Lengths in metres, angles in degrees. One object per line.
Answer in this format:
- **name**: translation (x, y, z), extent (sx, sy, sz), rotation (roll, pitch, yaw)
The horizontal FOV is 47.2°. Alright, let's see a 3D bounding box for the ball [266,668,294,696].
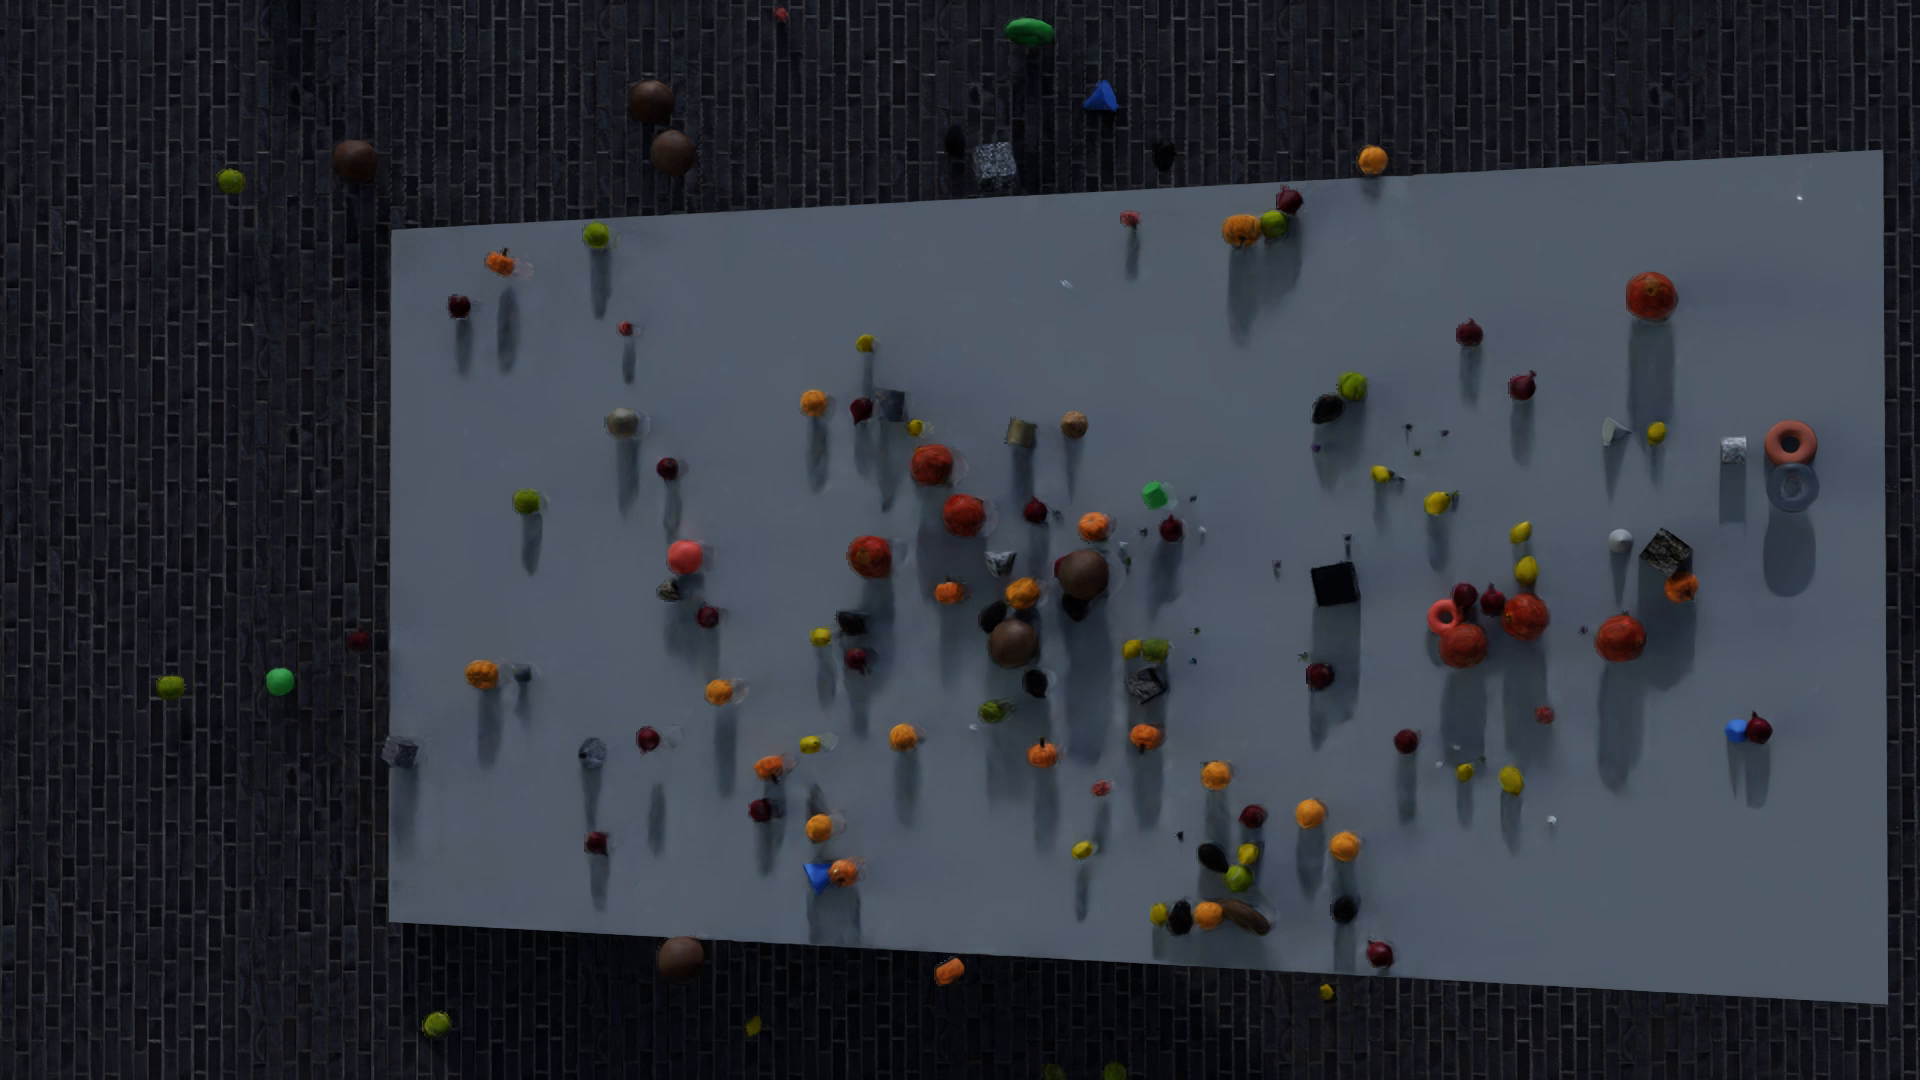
- **ball**: translation (-1.980, 0.413, 6.405), extent (0.082, 0.082, 0.082), rotation (0, 89, 0)

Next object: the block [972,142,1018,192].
- **block**: translation (0.093, -1.012, 5.970), extent (0.096, 0.096, 0.096), rotation (-9, 76, -10)

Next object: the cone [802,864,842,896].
- **cone**: translation (-0.358, 0.893, 5.912), extent (0.098, 0.098, 0.098), rotation (-24, 89, -11)

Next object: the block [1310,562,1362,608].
- **block**: translation (0.938, 0.110, 5.485), extent (0.096, 0.096, 0.096), rotation (-13, 85, 17)

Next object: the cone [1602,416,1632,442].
- **cone**: translation (1.597, -0.264, 5.317), extent (0.063, 0.063, 0.063), rotation (4, 89, -9)

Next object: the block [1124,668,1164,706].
- **block**: translation (0.472, 0.375, 5.643), extent (0.069, 0.069, 0.069), rotation (-31, 80, 15)

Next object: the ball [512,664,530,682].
- **ball**: translation (-1.235, 0.373, 6.193), extent (0.051, 0.051, 0.051), rotation (0, 89, 0)

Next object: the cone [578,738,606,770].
- **cone**: translation (-1.041, 0.597, 6.109), extent (0.089, 0.089, 0.089), rotation (0, 89, 18)

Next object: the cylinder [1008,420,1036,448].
- **cylinder**: translation (0.161, -0.279, 5.754), extent (0.063, 0.063, 0.063), rotation (16, 93, 0)

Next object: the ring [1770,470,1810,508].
- **ring**: translation (1.962, -0.122, 5.198), extent (0.092, 0.031, 0.092), rotation (0, 90, 18)

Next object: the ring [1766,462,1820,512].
- **ring**: translation (1.956, -0.124, 5.164), extent (0.119, 0.040, 0.119), rotation (0, 90, 16)

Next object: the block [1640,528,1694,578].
- **block**: translation (1.686, 0.031, 5.253), extent (0.088, 0.088, 0.088), rotation (38, 100, 14)

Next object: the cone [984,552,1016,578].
- **cone**: translation (0.115, 0.049, 5.778), extent (0.079, 0.079, 0.079), rotation (-28, 89, -12)

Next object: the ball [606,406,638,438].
- **ball**: translation (-0.935, -0.326, 6.090), extent (0.086, 0.086, 0.086), rotation (0, 89, 0)

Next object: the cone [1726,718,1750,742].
- **cone**: translation (1.845, 0.454, 5.213), extent (0.057, 0.057, 0.057), rotation (0, 89, 18)

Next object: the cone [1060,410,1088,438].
- **cone**: translation (0.287, -0.302, 5.709), extent (0.072, 0.072, 0.072), rotation (0, 89, 18)

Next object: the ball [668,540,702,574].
- **ball**: translation (-0.753, 0.046, 6.022), extent (0.095, 0.095, 0.095), rotation (0, 89, 0)

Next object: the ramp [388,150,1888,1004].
- **ramp**: translation (0.275, 0.093, 5.798), extent (4.000, 0.100, 2.000), rotation (0, 89, 18)

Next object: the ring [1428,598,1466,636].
- **ring**: translation (1.201, 0.191, 5.434), extent (0.093, 0.031, 0.093), rotation (1, 93, 15)

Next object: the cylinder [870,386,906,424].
- **cylinder**: translation (-0.192, -0.359, 5.858), extent (0.081, 0.081, 0.081), rotation (12, 86, 0)

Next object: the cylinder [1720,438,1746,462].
- **cylinder**: translation (1.839, -0.215, 5.226), extent (0.054, 0.054, 0.054), rotation (-3, 89, 18)

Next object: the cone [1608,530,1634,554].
- **cone**: translation (1.591, 0.002, 5.299), extent (0.059, 0.059, 0.059), rotation (0, 89, 18)

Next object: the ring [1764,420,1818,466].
- **ring**: translation (1.963, -0.225, 5.195), extent (0.118, 0.039, 0.118), rotation (0, 89, 21)

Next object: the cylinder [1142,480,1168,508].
- **cylinder**: translation (0.497, -0.115, 5.606), extent (0.051, 0.051, 0.051), rotation (-33, 115, 0)

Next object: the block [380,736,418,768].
- **block**: translation (-1.603, 0.605, 6.288), extent (0.066, 0.066, 0.066), rotation (25, 98, 40)
